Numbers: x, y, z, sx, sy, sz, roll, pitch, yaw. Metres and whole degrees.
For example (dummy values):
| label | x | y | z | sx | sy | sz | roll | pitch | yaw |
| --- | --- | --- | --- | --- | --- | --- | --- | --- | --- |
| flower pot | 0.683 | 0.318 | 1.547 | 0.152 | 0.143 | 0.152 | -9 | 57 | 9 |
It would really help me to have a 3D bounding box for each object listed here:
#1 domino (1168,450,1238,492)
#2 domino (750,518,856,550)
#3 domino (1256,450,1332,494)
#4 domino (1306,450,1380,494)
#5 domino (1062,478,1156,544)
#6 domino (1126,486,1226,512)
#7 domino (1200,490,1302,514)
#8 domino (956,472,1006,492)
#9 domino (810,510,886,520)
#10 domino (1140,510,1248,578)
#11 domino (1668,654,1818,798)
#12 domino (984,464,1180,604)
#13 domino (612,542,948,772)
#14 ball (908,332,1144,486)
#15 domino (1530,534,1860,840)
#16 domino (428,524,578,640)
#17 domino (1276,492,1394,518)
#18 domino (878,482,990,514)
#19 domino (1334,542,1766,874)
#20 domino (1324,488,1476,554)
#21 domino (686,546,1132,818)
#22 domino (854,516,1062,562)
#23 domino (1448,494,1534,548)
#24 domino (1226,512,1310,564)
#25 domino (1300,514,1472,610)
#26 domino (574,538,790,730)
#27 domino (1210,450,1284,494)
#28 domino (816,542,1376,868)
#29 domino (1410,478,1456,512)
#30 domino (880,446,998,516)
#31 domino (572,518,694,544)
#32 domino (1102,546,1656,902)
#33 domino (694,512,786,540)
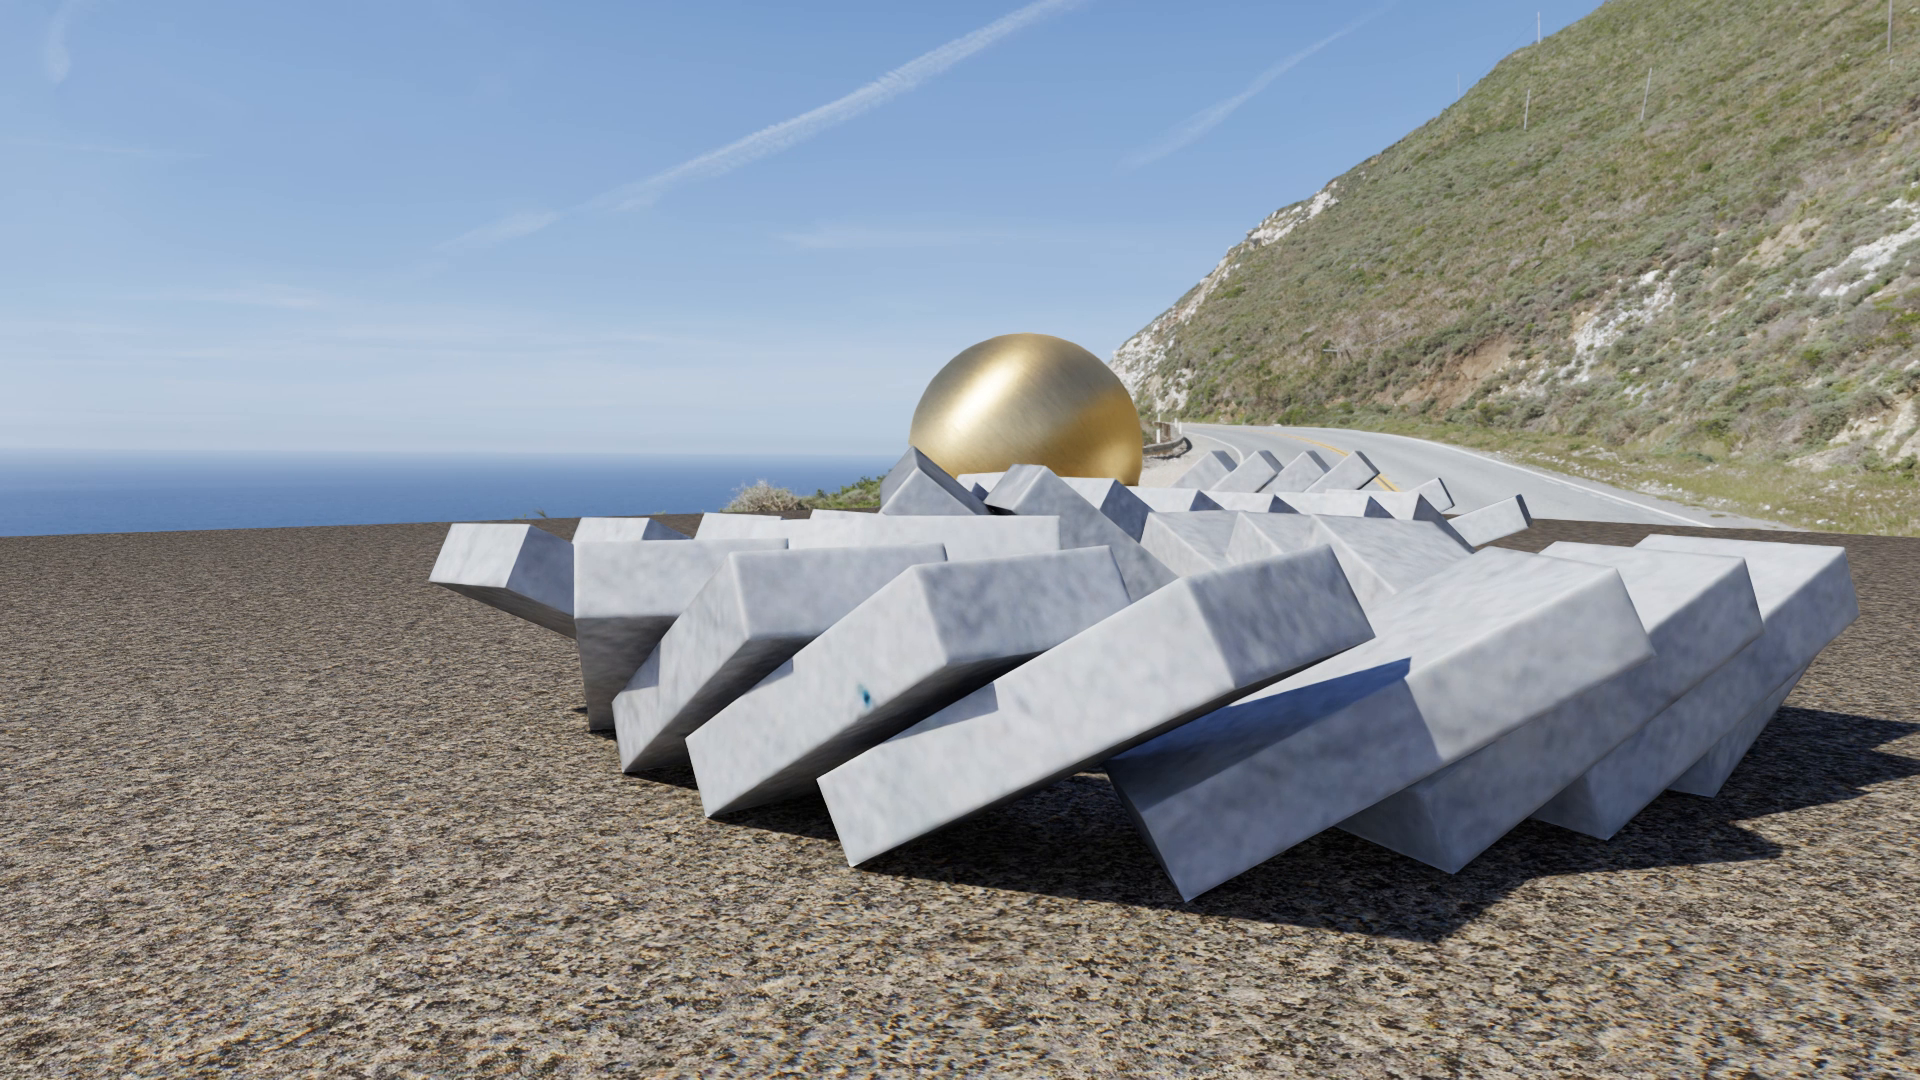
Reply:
| label | x | y | z | sx | sy | sz | roll | pitch | yaw |
| --- | --- | --- | --- | --- | --- | --- | --- | --- | --- |
| domino | 0.068 | -0.009 | 0.416 | 0.050 | 0.010 | 0.025 | -43 | -12 | 19 |
| domino | -0.009 | 0.011 | 0.202 | 0.025 | 0.009 | 0.050 | 0 | -24 | 30 |
| domino | 0.095 | -0.008 | 0.407 | 0.050 | 0.009 | 0.025 | -43 | -12 | 19 |
| domino | 0.108 | -0.008 | 0.402 | 0.050 | 0.009 | 0.025 | -43 | -12 | 19 |
| domino | 0.041 | 0.004 | 0.283 | 0.050 | 0.010 | 0.025 | 36 | -15 | -28 |
| domino | 0.060 | 0.004 | 0.294 | 0.050 | 0.009 | 0.025 | 32 | -13 | -30 |
| domino | 0.080 | 0.004 | 0.306 | 0.050 | 0.009 | 0.025 | 29 | -12 | -31 |
| domino | 0.022 | 0.003 | 0.273 | 0.050 | 0.010 | 0.025 | 36 | -20 | -30 |
| domino | -0.004 | 0.009 | 0.251 | 0.050 | 0.009 | 0.025 | 29 | -15 | -38 |
| domino | 0.059 | 0.010 | 0.250 | 0.025 | 0.010 | 0.050 | -2 | 28 | -27 |
| domino | 0.099 | 0.015 | 0.176 | 0.050 | 0.010 | 0.025 | -31 | 22 | -34 |
| domino | 0.028 | 0.006 | 0.233 | 0.050 | 0.010 | 0.025 | 39 | -3 | -11 |
| domino | -0.023 | 0.015 | 0.154 | 0.025 | 0.010 | 0.050 | -3 | -23 | -31 |
| ball | 0.022 | -0.030 | 0.438 | 0.080 | 0.080 | 0.080 | 0 | 4 | 0 |
| domino | 0.082 | 0.016 | 0.157 | 0.050 | 0.009 | 0.025 | -30 | 16 | -22 |
| domino | -0.054 | 0.012 | 0.203 | 0.025 | 0.010 | 0.050 | 1 | -22 | 44 |
| domino | 0.100 | 0.003 | 0.317 | 0.025 | 0.009 | 0.050 | 5 | -20 | 48 |
| domino | 0.009 | 0.005 | 0.265 | 0.025 | 0.009 | 0.050 | 5 | -27 | 50 |
| domino | 0.063 | 0.017 | 0.145 | 0.050 | 0.009 | 0.025 | -29 | 15 | -19 |
| domino | 0.116 | 0.002 | 0.331 | 0.025 | 0.009 | 0.050 | 5 | -20 | 46 |
| domino | -0.007 | 0.016 | 0.137 | 0.025 | 0.010 | 0.050 | -5 | -22 | -39 |
| domino | 0.000 | 0.012 | 0.177 | 0.025 | 0.010 | 0.050 | 0 | -26 | 0 |
| domino | 0.142 | 0.000 | 0.380 | 0.050 | 0.009 | 0.025 | -23 | -7 | 27 |
| domino | 0.071 | 0.011 | 0.230 | 0.025 | 0.009 | 0.050 | 2 | 26 | -18 |
| domino | 0.078 | 0.012 | 0.208 | 0.025 | 0.009 | 0.050 | 3 | 27 | -17 |
| domino | -0.038 | 0.014 | 0.174 | 0.025 | 0.010 | 0.050 | -1 | -22 | -14 |
| domino | 0.081 | -0.009 | 0.411 | 0.050 | 0.010 | 0.025 | -43 | -12 | 19 |
| domino | 0.011 | 0.017 | 0.123 | 0.025 | 0.010 | 0.050 | -9 | -19 | -47 |
| domino | 0.126 | -0.003 | 0.394 | 0.050 | 0.009 | 0.025 | -28 | -9 | 21 |
| domino | 0.008 | 0.004 | 0.228 | 0.050 | 0.010 | 0.025 | 39 | 7 | -11 |
| domino | -0.040 | 0.010 | 0.221 | 0.050 | 0.009 | 0.025 | 29 | -17 | -37 |
| domino | 0.040 | 0.017 | 0.132 | 0.050 | 0.009 | 0.025 | -27 | 6 | -1 |
| domino | -0.022 | 0.010 | 0.236 | 0.050 | 0.009 | 0.025 | 29 | -17 | -38 |
